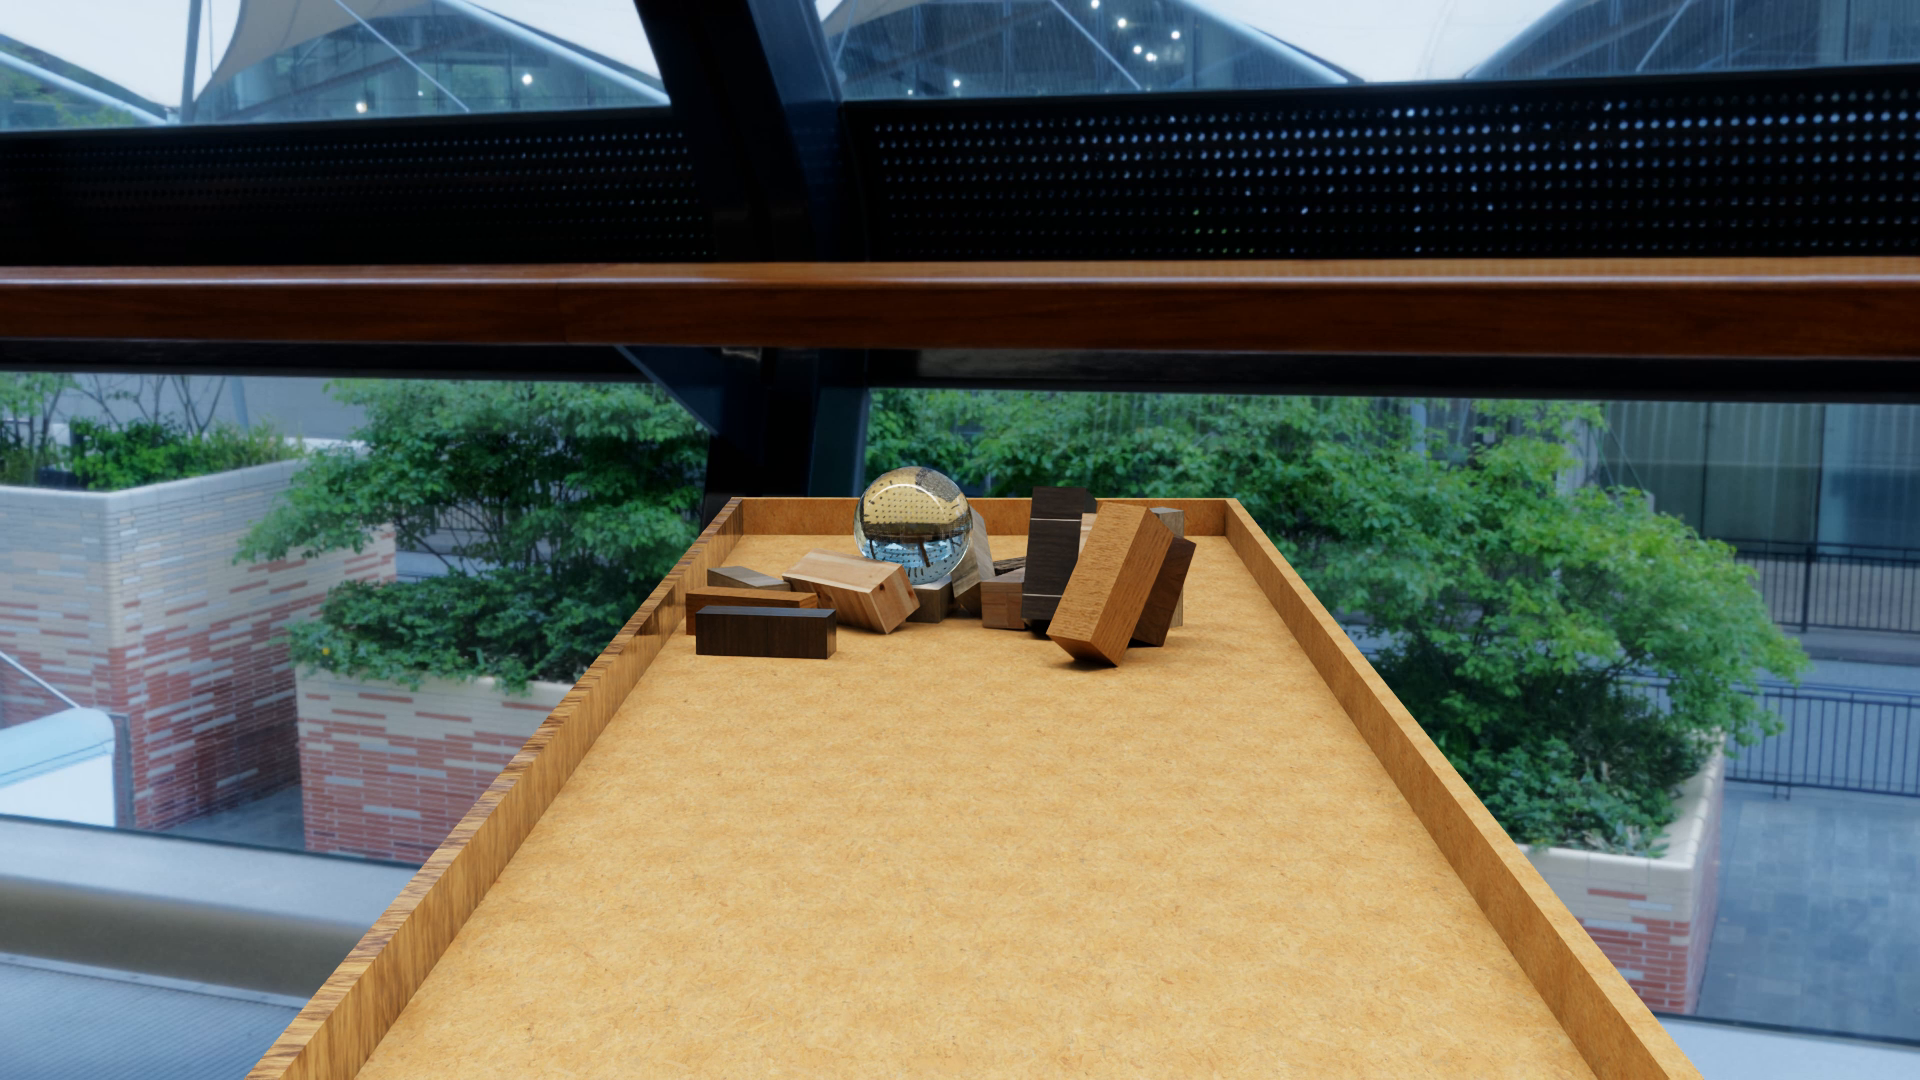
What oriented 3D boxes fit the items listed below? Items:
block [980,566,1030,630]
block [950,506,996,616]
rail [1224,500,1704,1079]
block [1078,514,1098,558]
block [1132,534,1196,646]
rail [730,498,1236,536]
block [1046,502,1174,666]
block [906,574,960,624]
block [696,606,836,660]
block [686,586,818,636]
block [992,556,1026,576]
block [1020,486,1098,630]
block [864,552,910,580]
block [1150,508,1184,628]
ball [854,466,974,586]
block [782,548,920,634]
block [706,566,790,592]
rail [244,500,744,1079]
[{"bbox_3d":[0.217,0.189,7.298,0.152,0.152,0.340,1,8,28],"label":"block"},{"bbox_3d":[0.033,0.059,7.512,0.110,0.110,0.450,-34,35,17],"label":"block"},{"bbox_3d":[1.046,0.843,3.208,0.050,0.150,12.000,0,9,1],"label":"rail"},{"bbox_3d":[0.424,0.131,6.895,0.106,0.439,0.106,2,-31,10],"label":"block"},{"bbox_3d":[0.584,0.135,6.943,0.180,0.341,0.180,17,5,-15],"label":"block"},{"bbox_3d":[0.099,-0.098,9.147,2.100,0.150,0.050,0,9,1],"label":"rail"},{"bbox_3d":[0.457,0.132,6.668,0.170,0.460,0.170,8,-24,42],"label":"block"},{"bbox_3d":[-0.089,0.195,7.417,0.114,0.114,0.302,2,9,14],"label":"block"},{"bbox_3d":[-0.599,0.284,6.795,0.414,0.131,0.131,1,9,9],"label":"block"},{"bbox_3d":[-0.670,0.239,7.066,0.400,0.137,0.137,3,10,20],"label":"block"},{"bbox_3d":[0.215,0.145,7.642,0.328,0.142,0.142,-8,12,-43],"label":"block"},{"bbox_3d":[0.322,0.061,7.111,0.176,0.438,0.176,2,-13,16],"label":"block"},{"bbox_3d":[-0.273,0.144,7.640,0.144,0.144,0.415,1,9,7],"label":"block"},{"bbox_3d":[0.656,0.092,7.207,0.108,0.383,0.108,-7,11,-36],"label":"block"},{"bbox_3d":[-0.156,-0.048,7.307,0.399,0.399,0.399,0,9,0],"label":"ball"},{"bbox_3d":[-0.363,0.166,7.254,0.454,0.164,0.164,10,41,47],"label":"block"},{"bbox_3d":[-0.719,0.183,7.456,0.125,0.125,0.399,-5,10,-30],"label":"block"},{"bbox_3d":[-1.004,0.839,3.234,0.050,0.150,12.000,0,9,1],"label":"rail"}]
